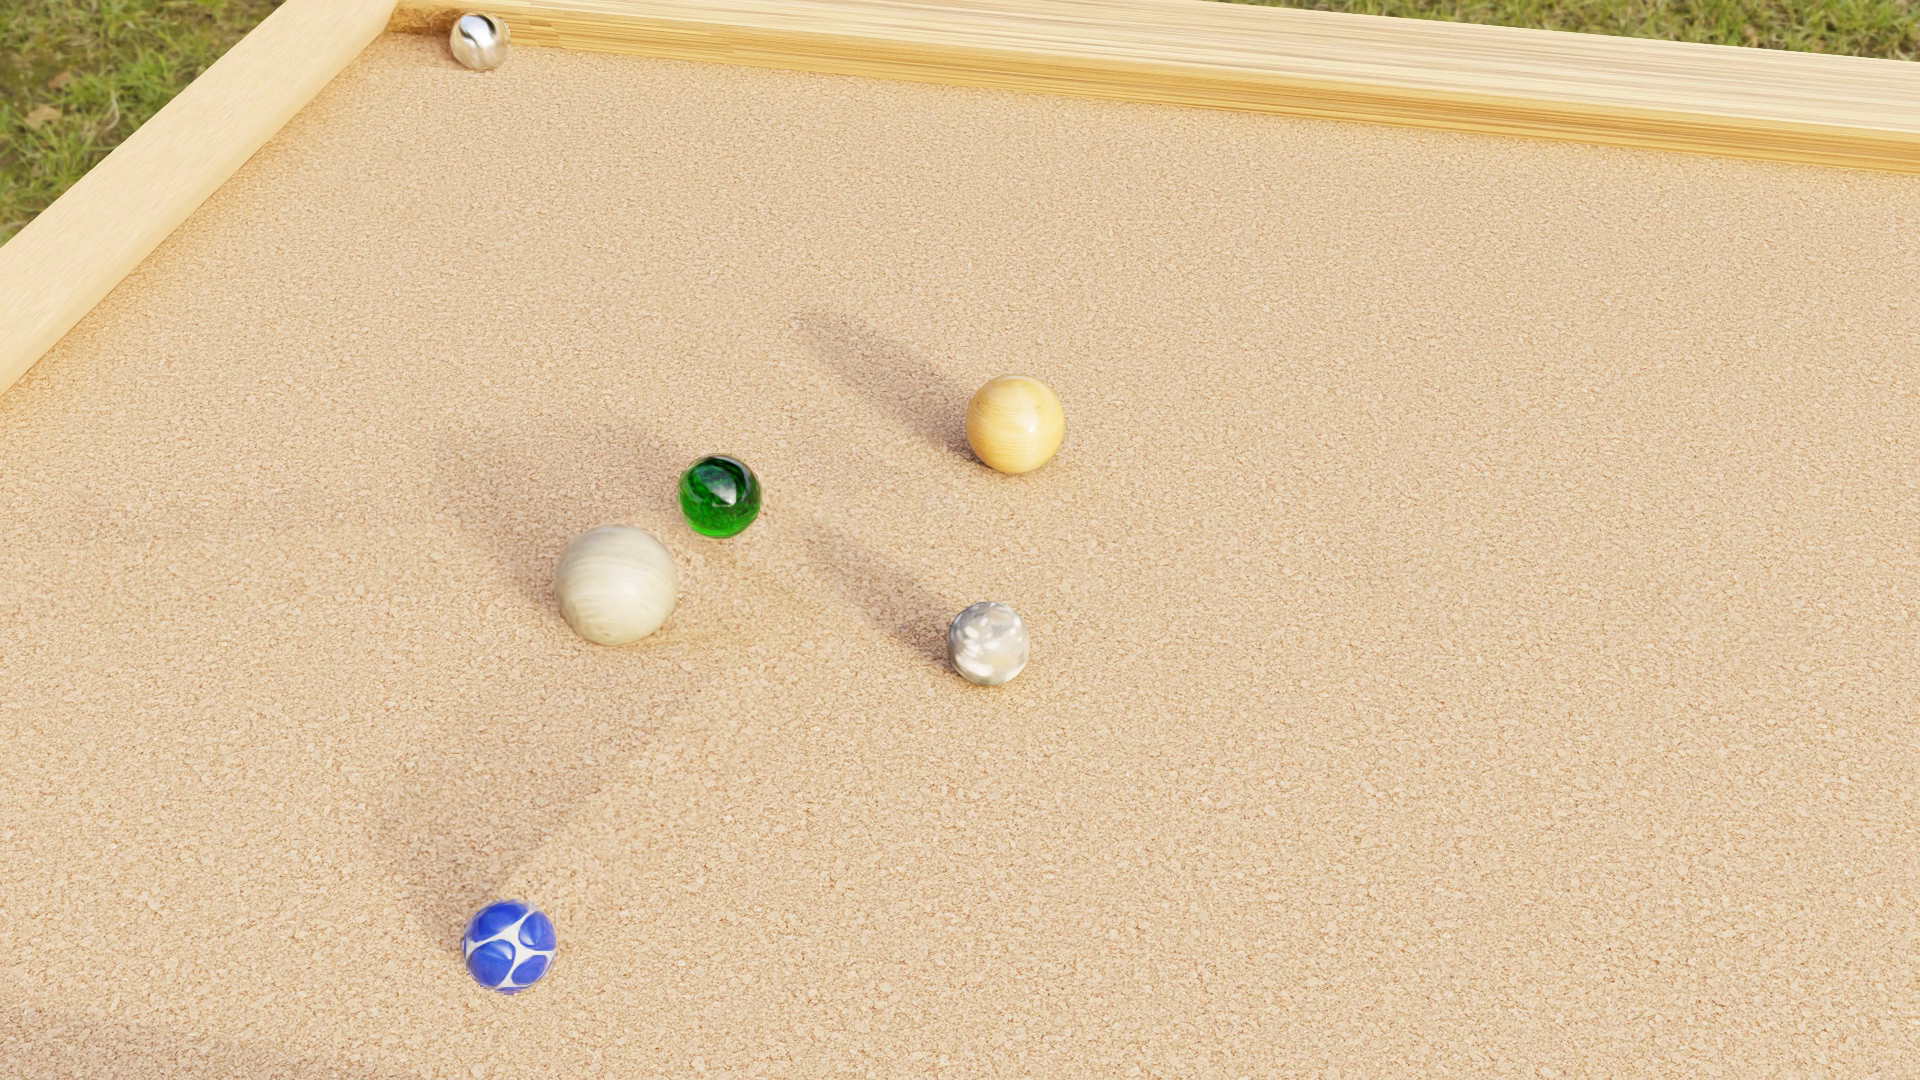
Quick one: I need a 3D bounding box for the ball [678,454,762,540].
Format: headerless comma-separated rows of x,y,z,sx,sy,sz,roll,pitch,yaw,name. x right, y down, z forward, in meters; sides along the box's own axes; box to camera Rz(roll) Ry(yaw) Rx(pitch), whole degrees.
-0.192,-0.034,2.049,0.068,0.068,0.068,0,34,0,ball

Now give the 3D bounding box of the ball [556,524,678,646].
-0.258,0.034,1.927,0.091,0.091,0.091,0,34,0,ball

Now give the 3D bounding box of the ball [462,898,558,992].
-0.285,0.257,1.626,0.059,0.059,0.059,0,34,0,ball

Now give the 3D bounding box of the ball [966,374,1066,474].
0.046,-0.097,2.127,0.083,0.083,0.083,0,34,0,ball

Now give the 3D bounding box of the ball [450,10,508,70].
-0.527,-0.548,2.814,0.064,0.064,0.064,0,34,0,ball

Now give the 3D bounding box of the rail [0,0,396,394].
-0.837,-0.128,2.140,0.045,0.119,1.832,7,35,11,rail

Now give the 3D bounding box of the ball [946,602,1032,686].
0.021,0.076,1.890,0.062,0.062,0.062,0,34,0,ball

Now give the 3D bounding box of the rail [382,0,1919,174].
1.058,-0.398,2.541,3.530,0.119,0.045,7,35,11,rail
